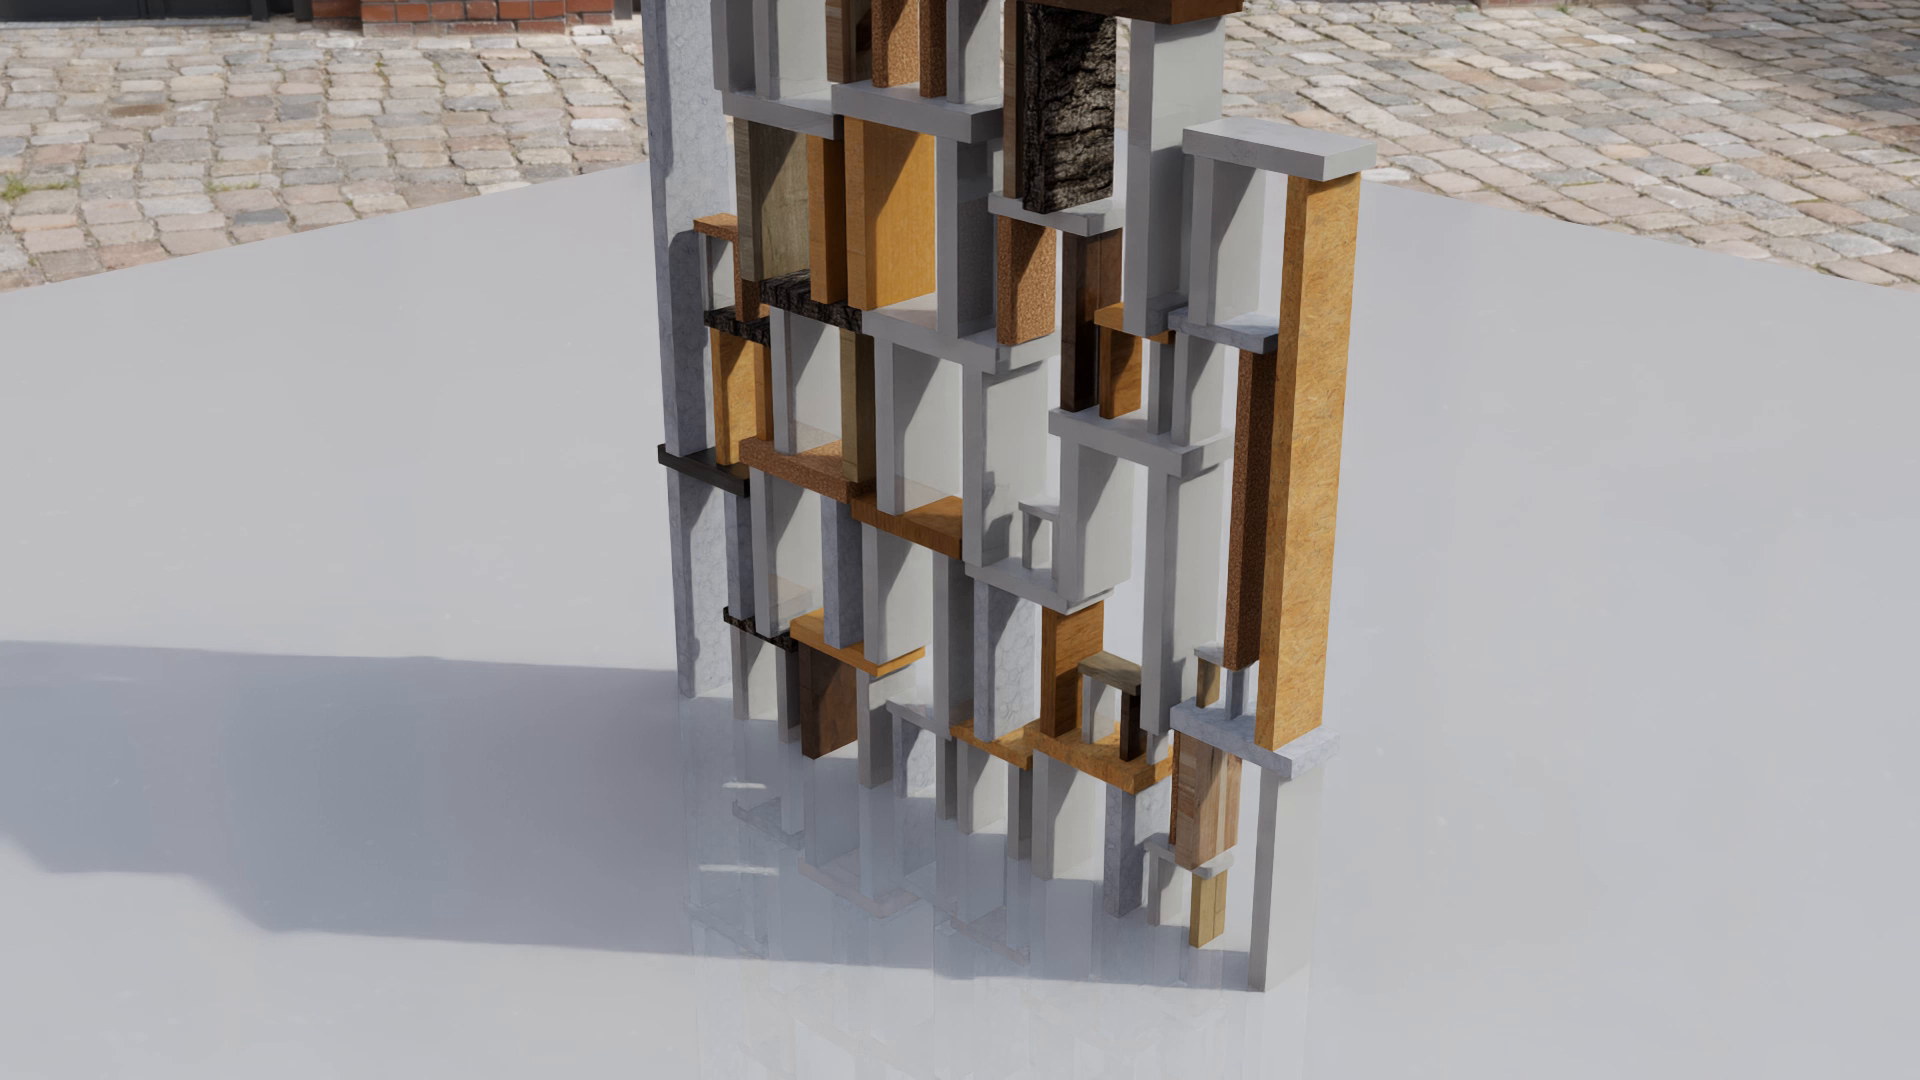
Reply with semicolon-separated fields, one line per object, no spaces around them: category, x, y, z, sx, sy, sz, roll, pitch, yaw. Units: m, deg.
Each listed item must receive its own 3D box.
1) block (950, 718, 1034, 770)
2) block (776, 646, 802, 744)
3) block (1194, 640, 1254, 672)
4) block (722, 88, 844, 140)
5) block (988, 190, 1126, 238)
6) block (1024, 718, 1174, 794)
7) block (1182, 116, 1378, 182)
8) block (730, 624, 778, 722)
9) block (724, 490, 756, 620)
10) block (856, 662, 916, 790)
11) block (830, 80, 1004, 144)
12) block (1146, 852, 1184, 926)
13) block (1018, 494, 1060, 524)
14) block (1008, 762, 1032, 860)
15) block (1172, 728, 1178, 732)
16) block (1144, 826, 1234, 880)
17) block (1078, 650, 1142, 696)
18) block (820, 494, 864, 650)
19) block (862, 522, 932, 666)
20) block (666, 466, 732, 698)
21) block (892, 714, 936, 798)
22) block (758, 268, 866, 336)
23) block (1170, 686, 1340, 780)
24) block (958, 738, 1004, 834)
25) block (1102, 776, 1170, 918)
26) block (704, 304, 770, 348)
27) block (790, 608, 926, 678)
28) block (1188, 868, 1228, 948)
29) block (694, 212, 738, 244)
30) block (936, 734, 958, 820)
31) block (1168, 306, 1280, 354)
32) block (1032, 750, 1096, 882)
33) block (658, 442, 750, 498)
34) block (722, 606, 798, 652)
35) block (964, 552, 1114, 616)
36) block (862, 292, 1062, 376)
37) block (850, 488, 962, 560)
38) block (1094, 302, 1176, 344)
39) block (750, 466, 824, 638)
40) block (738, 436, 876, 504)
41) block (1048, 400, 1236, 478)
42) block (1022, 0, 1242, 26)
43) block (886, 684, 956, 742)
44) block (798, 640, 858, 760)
block;0.090;0.383;4.287;0.104;0.029;0.208;-21;31;-41
block;-0.341;0.316;4.728;0.032;0.225;0.113;21;31;41
block;0.458;0.201;3.807;0.095;0.014;0.048;21;31;40
block;-0.289;-0.821;4.183;0.160;0.045;0.319;-21;31;-41
block;0.173;-0.572;3.799;0.117;0.033;0.233;-21;31;-40
block;0.265;0.386;4.099;0.274;0.039;0.137;21;31;41
block;0.496;-0.612;3.428;0.274;0.039;0.137;21;31;40
block;-0.447;0.274;4.826;0.032;0.225;0.112;21;31;41
block;-0.430;0.014;4.700;0.145;0.290;0.041;-21;31;-41
block;-0.150;0.369;4.550;0.038;0.267;0.134;21;31;41
block;-0.044;-0.777;3.938;0.179;0.051;0.358;-21;31;-41
block;0.382;0.634;4.074;0.076;0.151;0.021;-21;31;-41
block;0.166;-0.056;4.024;0.112;0.016;0.056;21;31;41
block;0.140;0.512;4.288;0.104;0.208;0.029;-21;31;-41
block;0.381;0.320;3.953;0.046;0.013;0.092;-21;31;-40
block;0.417;0.568;4.007;0.076;0.021;0.151;-21;31;-41
block;0.290;0.242;4.006;0.070;0.020;0.140;-21;31;-41
block;-0.203;0.043;4.459;0.046;0.328;0.164;21;31;41
block;-0.125;0.087;4.393;0.042;0.299;0.149;21;31;40
block;-0.567;0.078;4.876;0.041;0.547;0.145;21;31;41
block;-0.094;0.428;4.512;0.027;0.187;0.094;21;31;41
block;-0.233;-0.469;4.285;0.153;0.043;0.307;-21;31;-40
block;0.509;0.330;3.813;0.133;0.038;0.266;-21;31;-41
block;0.042;0.474;4.378;0.029;0.208;0.104;21;31;41
block;0.329;0.555;4.100;0.039;0.274;0.137;21;31;41
block;-0.419;-0.443;4.498;0.207;0.029;0.104;21;31;41
block;-0.213;0.203;4.548;0.267;0.038;0.134;21;31;41
block;0.453;0.661;4.008;0.076;0.151;0.021;-21;31;-41
block;-0.457;-0.631;4.457;0.081;0.023;0.163;-21;31;-40
block;-0.006;0.463;4.431;0.027;0.187;0.094;21;31;41
block;0.446;-0.348;3.591;0.196;0.028;0.098;21;31;40
block;0.200;0.505;4.220;0.039;0.275;0.137;21;31;41
block;-0.499;-0.165;4.698;0.290;0.041;0.145;21;31;41
block;-0.394;0.177;4.727;0.113;0.032;0.225;-21;31;-41
block;0.147;0.066;4.091;0.130;0.037;0.260;-21;31;-41
block;0.001;-0.387;4.064;0.174;0.049;0.348;-21;31;-41
block;-0.055;-0.043;4.262;0.299;0.042;0.149;21;31;40
block;0.317;-0.369;3.728;0.082;0.023;0.165;-21;31;-40
block;-0.357;0.005;4.610;0.046;0.376;0.164;21;31;41
block;-0.280;-0.159;4.457;0.328;0.046;0.164;21;31;41
block;0.316;-0.186;3.803;0.152;0.043;0.304;-21;31;-40
block;0.265;-0.888;3.547;0.174;0.049;0.347;-21;31;-40
block;-0.050;0.347;4.430;0.187;0.027;0.094;21;31;41
block;-0.276;0.319;4.666;0.038;0.267;0.134;21;31;41
